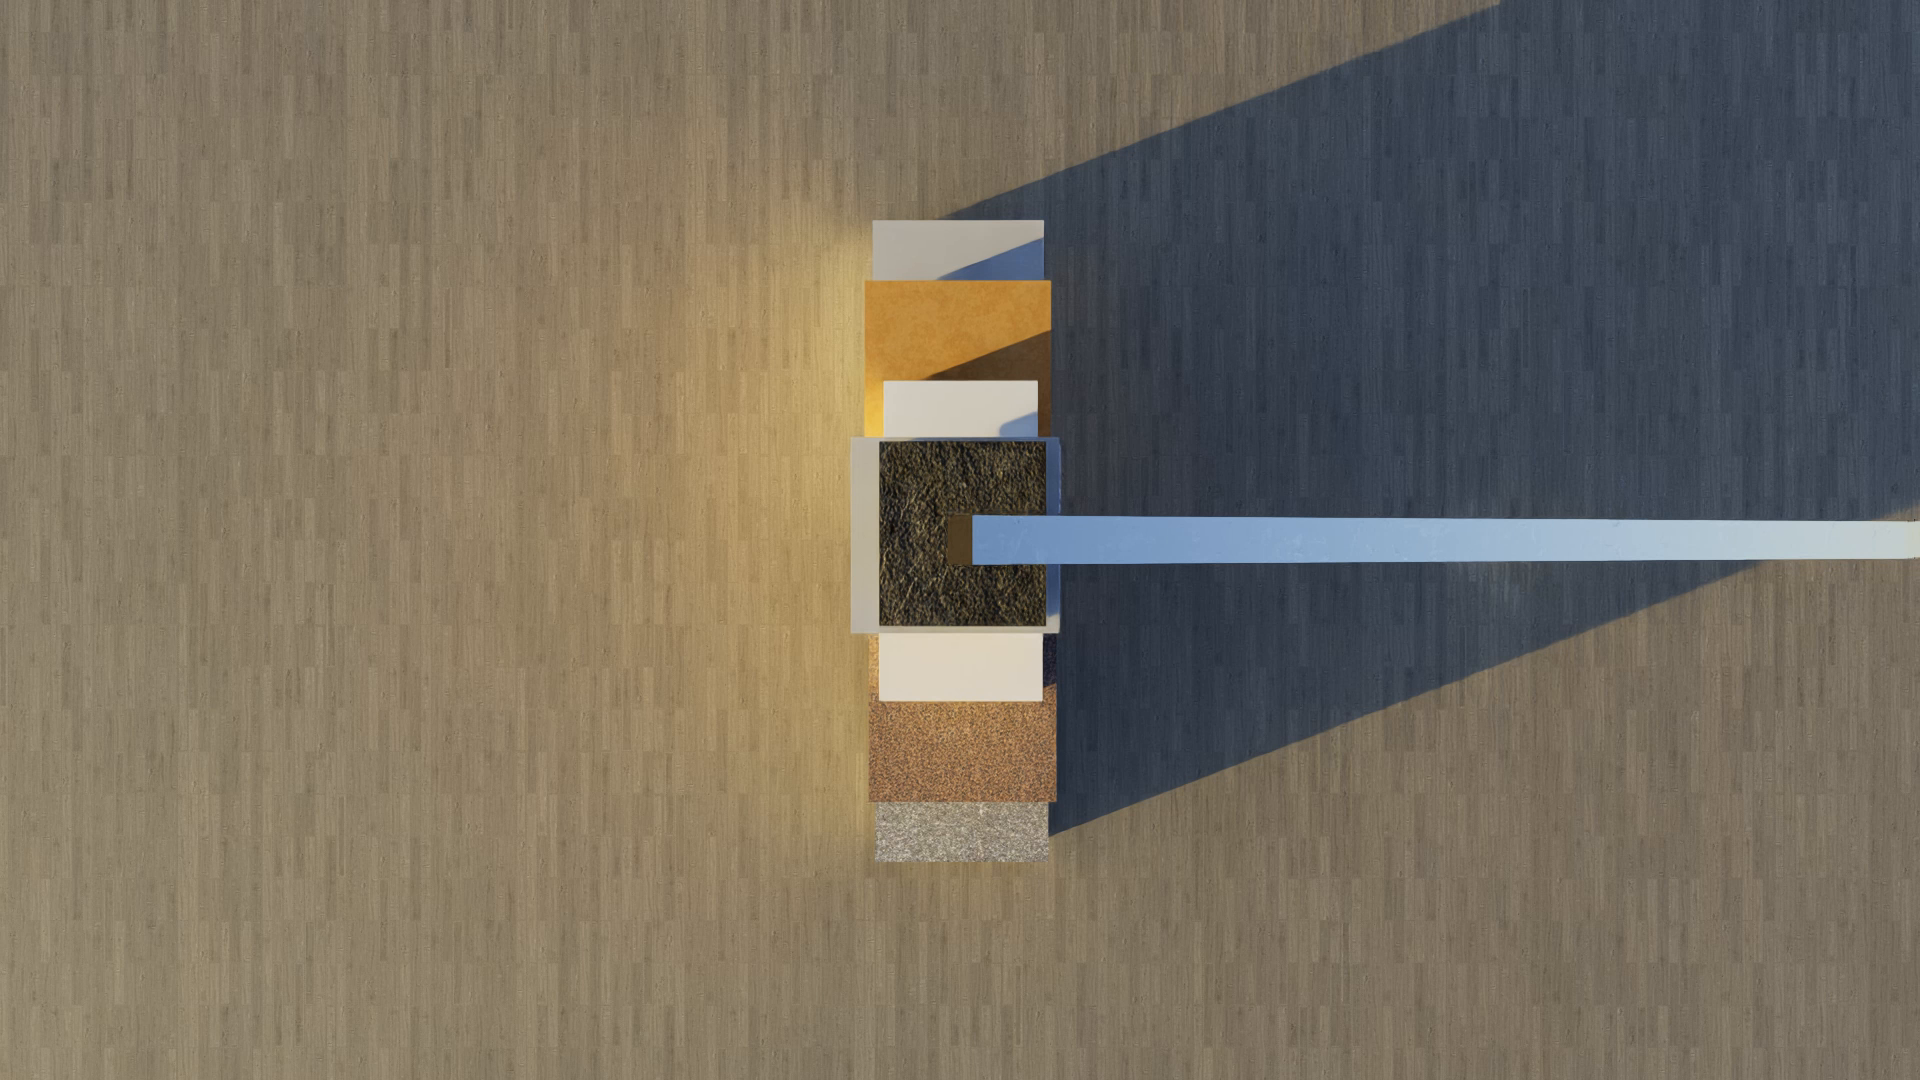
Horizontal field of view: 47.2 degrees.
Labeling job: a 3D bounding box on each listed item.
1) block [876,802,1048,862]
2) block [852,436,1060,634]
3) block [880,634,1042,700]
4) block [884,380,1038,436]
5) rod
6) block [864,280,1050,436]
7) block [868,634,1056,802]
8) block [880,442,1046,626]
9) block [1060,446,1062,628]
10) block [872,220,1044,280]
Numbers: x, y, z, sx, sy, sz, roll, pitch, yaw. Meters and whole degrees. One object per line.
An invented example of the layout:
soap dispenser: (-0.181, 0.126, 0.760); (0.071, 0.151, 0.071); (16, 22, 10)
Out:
block: (0.010, 1.296, 12.542); (0.953, 0.916, 0.946); (0, 90, 0)
block: (-0.018, -0.015, 8.402); (0.754, 0.867, 0.713); (0, 90, 0)
block: (0.005, 0.358, 10.664); (0.762, 0.765, 0.792); (0, 90, 0)
block: (0.003, -0.397, 10.730); (0.725, 0.742, 0.710); (0, 90, 0)
rod: (2.234, 0.000, 4.936); (5.200, 0.080, 0.080); (0, 90, -31)
block: (-0.011, -0.852, 11.633); (0.940, 1.069, 0.922); (0, 90, 0)
block: (0.014, 0.861, 11.527); (0.944, 0.963, 0.912); (0, 90, 0)
block: (0.009, -0.019, 7.657); (0.558, 0.623, 0.618); (0, 90, 0)
block: (-0.004, -0.010, 9.217); (0.820, 0.764, 0.735); (0, 90, 0)
block: (-0.009, -1.355, 12.584); (0.946, 0.833, 0.828); (0, 90, 0)
